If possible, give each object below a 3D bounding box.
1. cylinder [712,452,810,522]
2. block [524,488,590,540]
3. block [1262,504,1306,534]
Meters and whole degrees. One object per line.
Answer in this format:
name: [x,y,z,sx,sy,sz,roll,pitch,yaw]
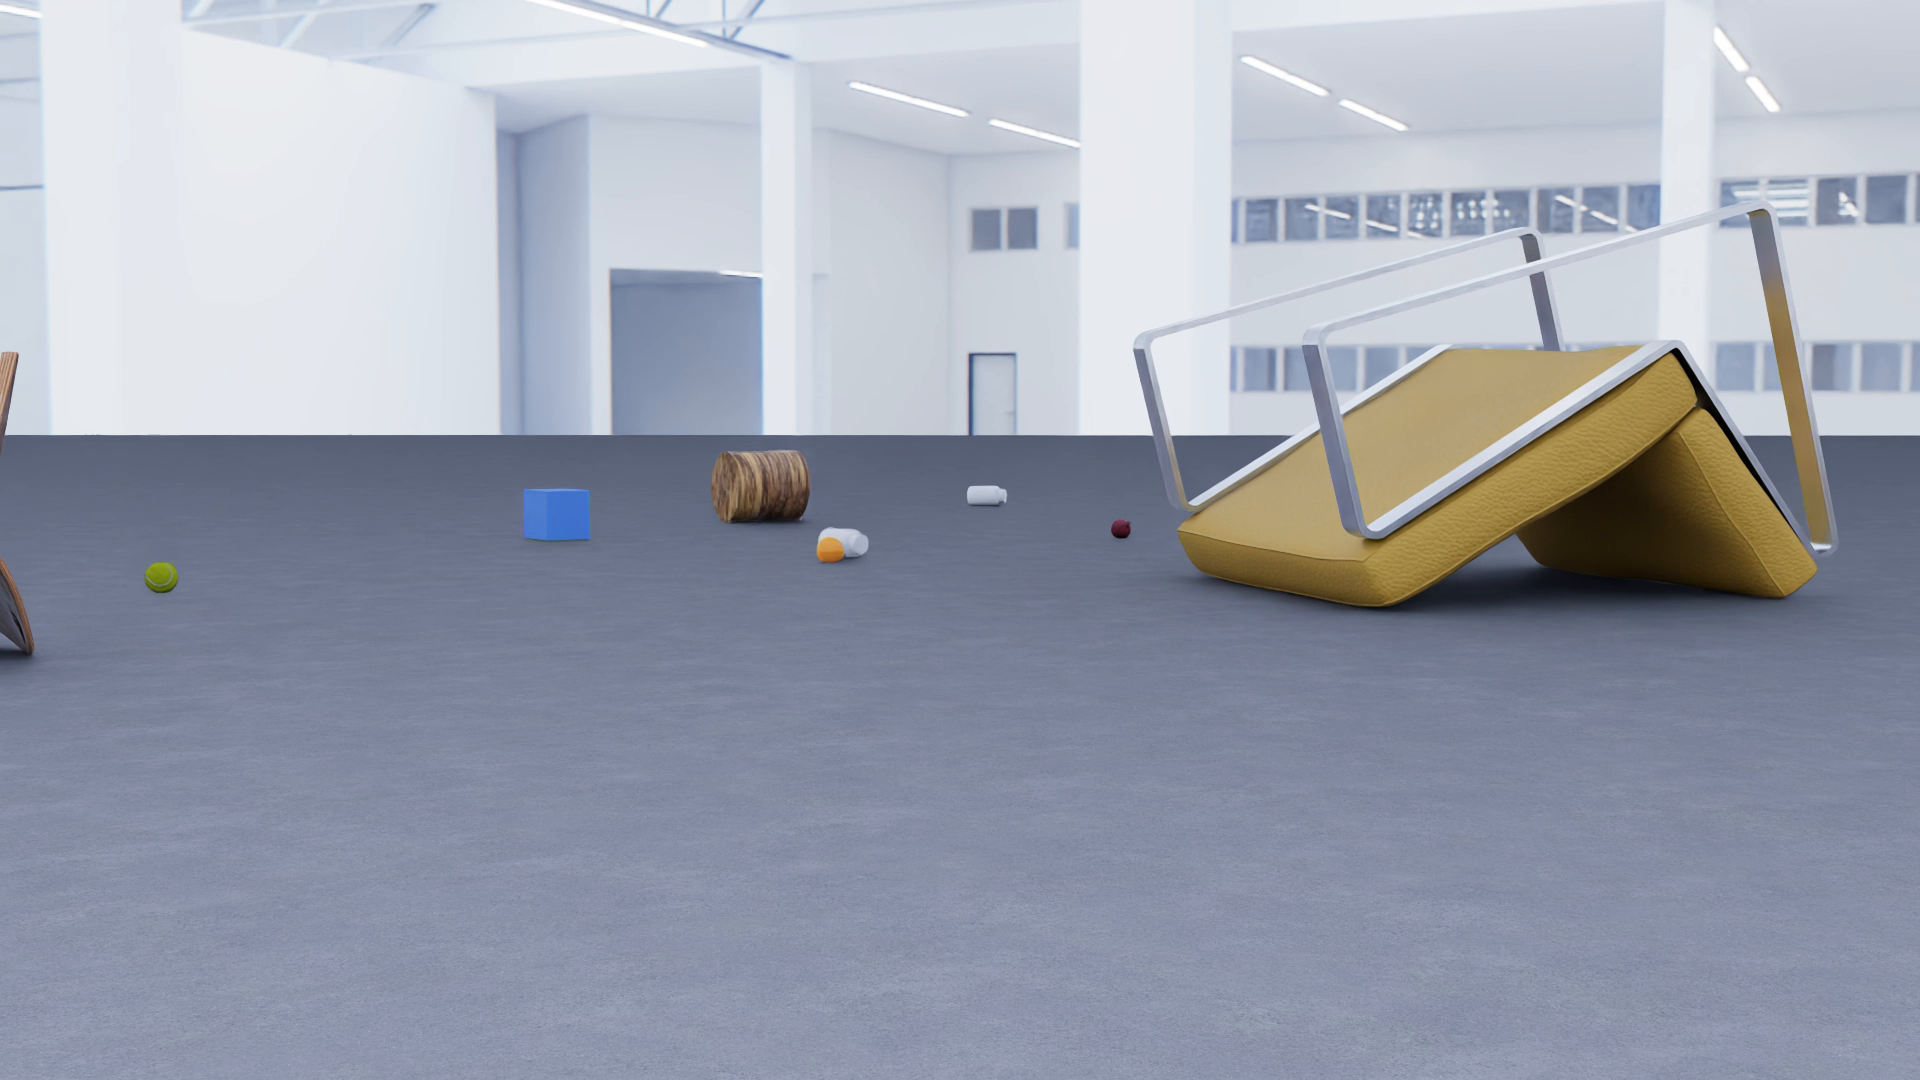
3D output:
cylinder: [-0.678,-0.183,7.492,0.270,0.237,0.202,-3,17,-34]
block: [-1.215,-0.078,6.625,0.138,0.145,0.172,-3,5,-34]
block: [1.025,-0.067,6.935,0.117,0.081,0.160,1,4,16]
